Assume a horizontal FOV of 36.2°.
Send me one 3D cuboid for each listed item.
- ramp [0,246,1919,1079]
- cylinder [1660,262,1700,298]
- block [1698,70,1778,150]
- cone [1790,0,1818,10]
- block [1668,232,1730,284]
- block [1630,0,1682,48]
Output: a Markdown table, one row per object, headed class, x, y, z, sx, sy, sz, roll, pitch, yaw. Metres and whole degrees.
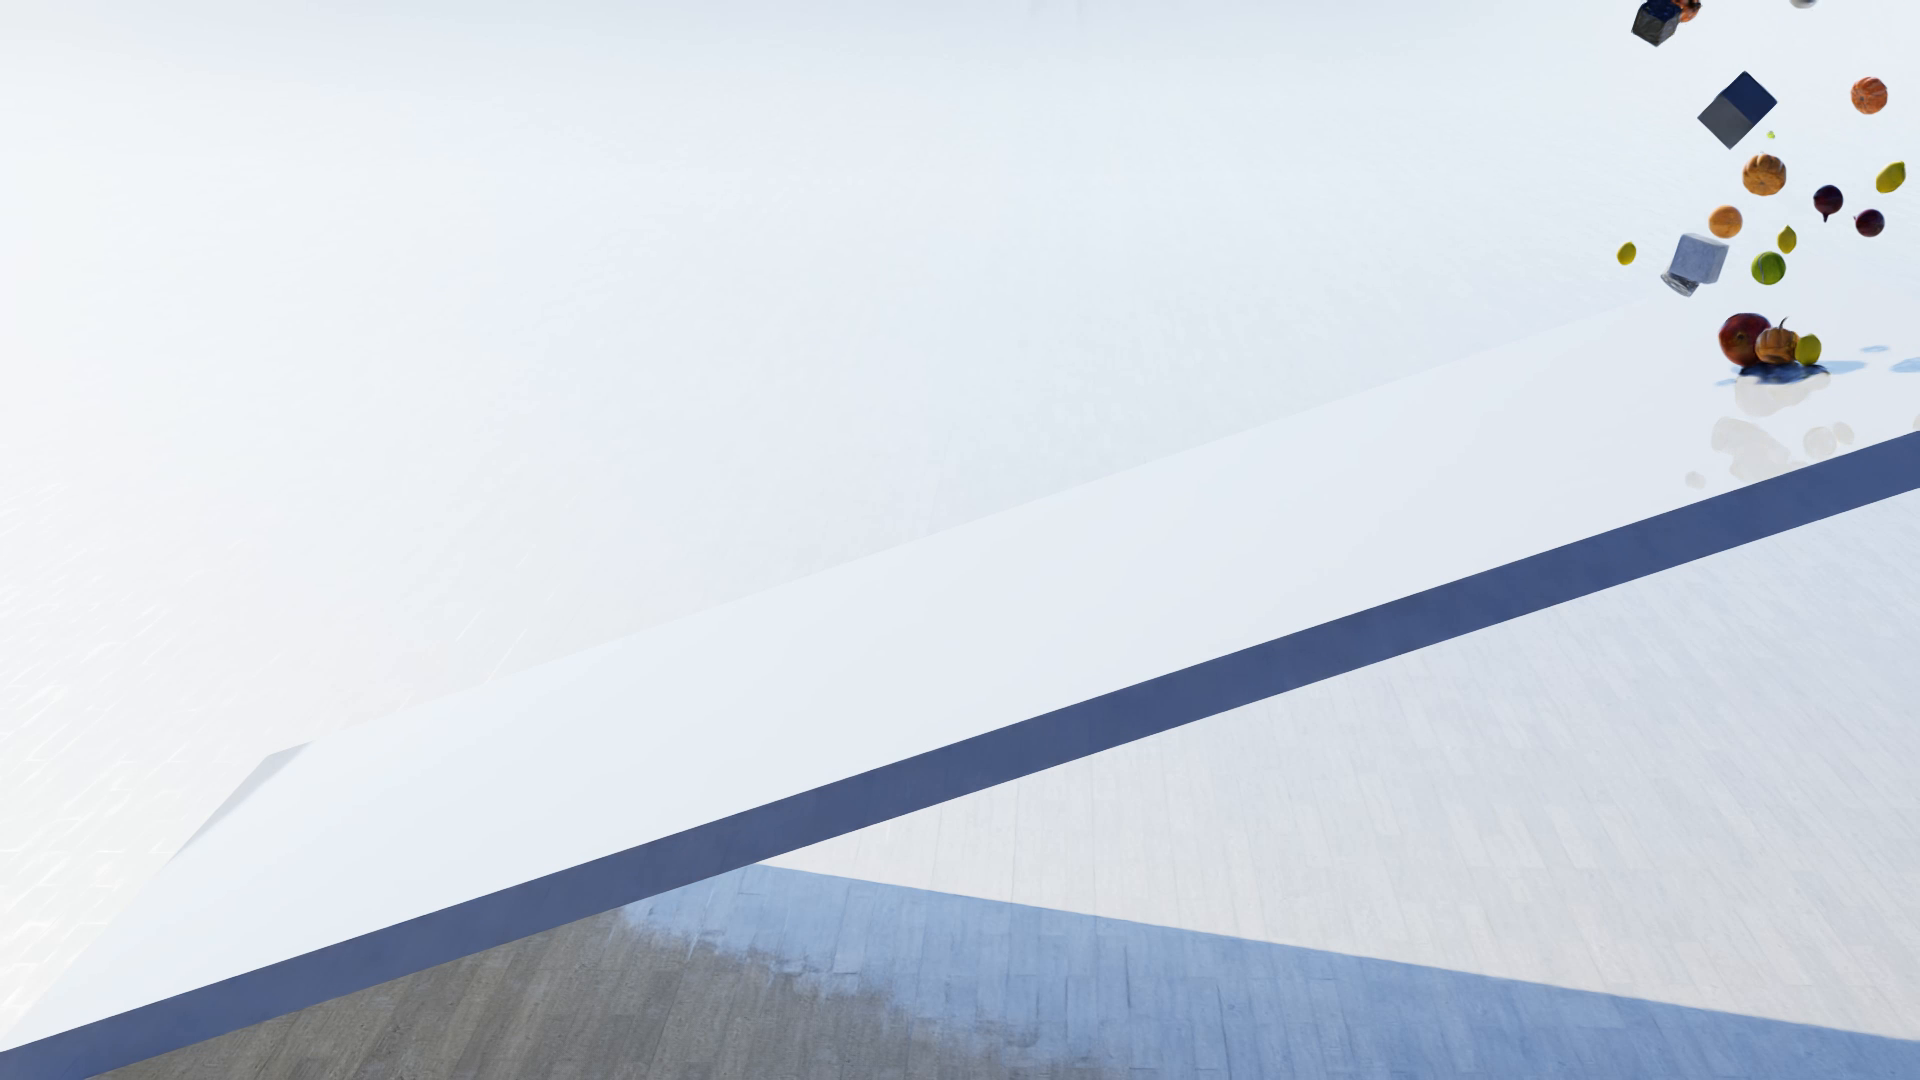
| class | x | y | z | sx | sy | sz | roll | pitch | yaw |
| --- | --- | --- | --- | --- | --- | --- | --- | --- | --- |
| ramp | 0.109 | 0.179 | 6.303 | 4.000 | 0.100 | 2.000 | -18 | 11 | 6 |
| cylinder | 1.538 | -0.569 | 6.226 | 0.078 | 0.078 | 0.078 | 38 | -2 | 2 |
| block | 1.559 | -0.862 | 5.896 | 0.094 | 0.094 | 0.094 | -41 | -7 | -30 |
| cone | 1.679 | -1.072 | 5.820 | 0.065 | 0.065 | 0.065 | 0 | 26 | 2 |
| block | 1.536 | -0.585 | 6.111 | 0.083 | 0.083 | 0.083 | 24 | 19 | 26 |
| block | 1.441 | -1.074 | 6.082 | 0.066 | 0.066 | 0.066 | 38 | 57 | 23 |
